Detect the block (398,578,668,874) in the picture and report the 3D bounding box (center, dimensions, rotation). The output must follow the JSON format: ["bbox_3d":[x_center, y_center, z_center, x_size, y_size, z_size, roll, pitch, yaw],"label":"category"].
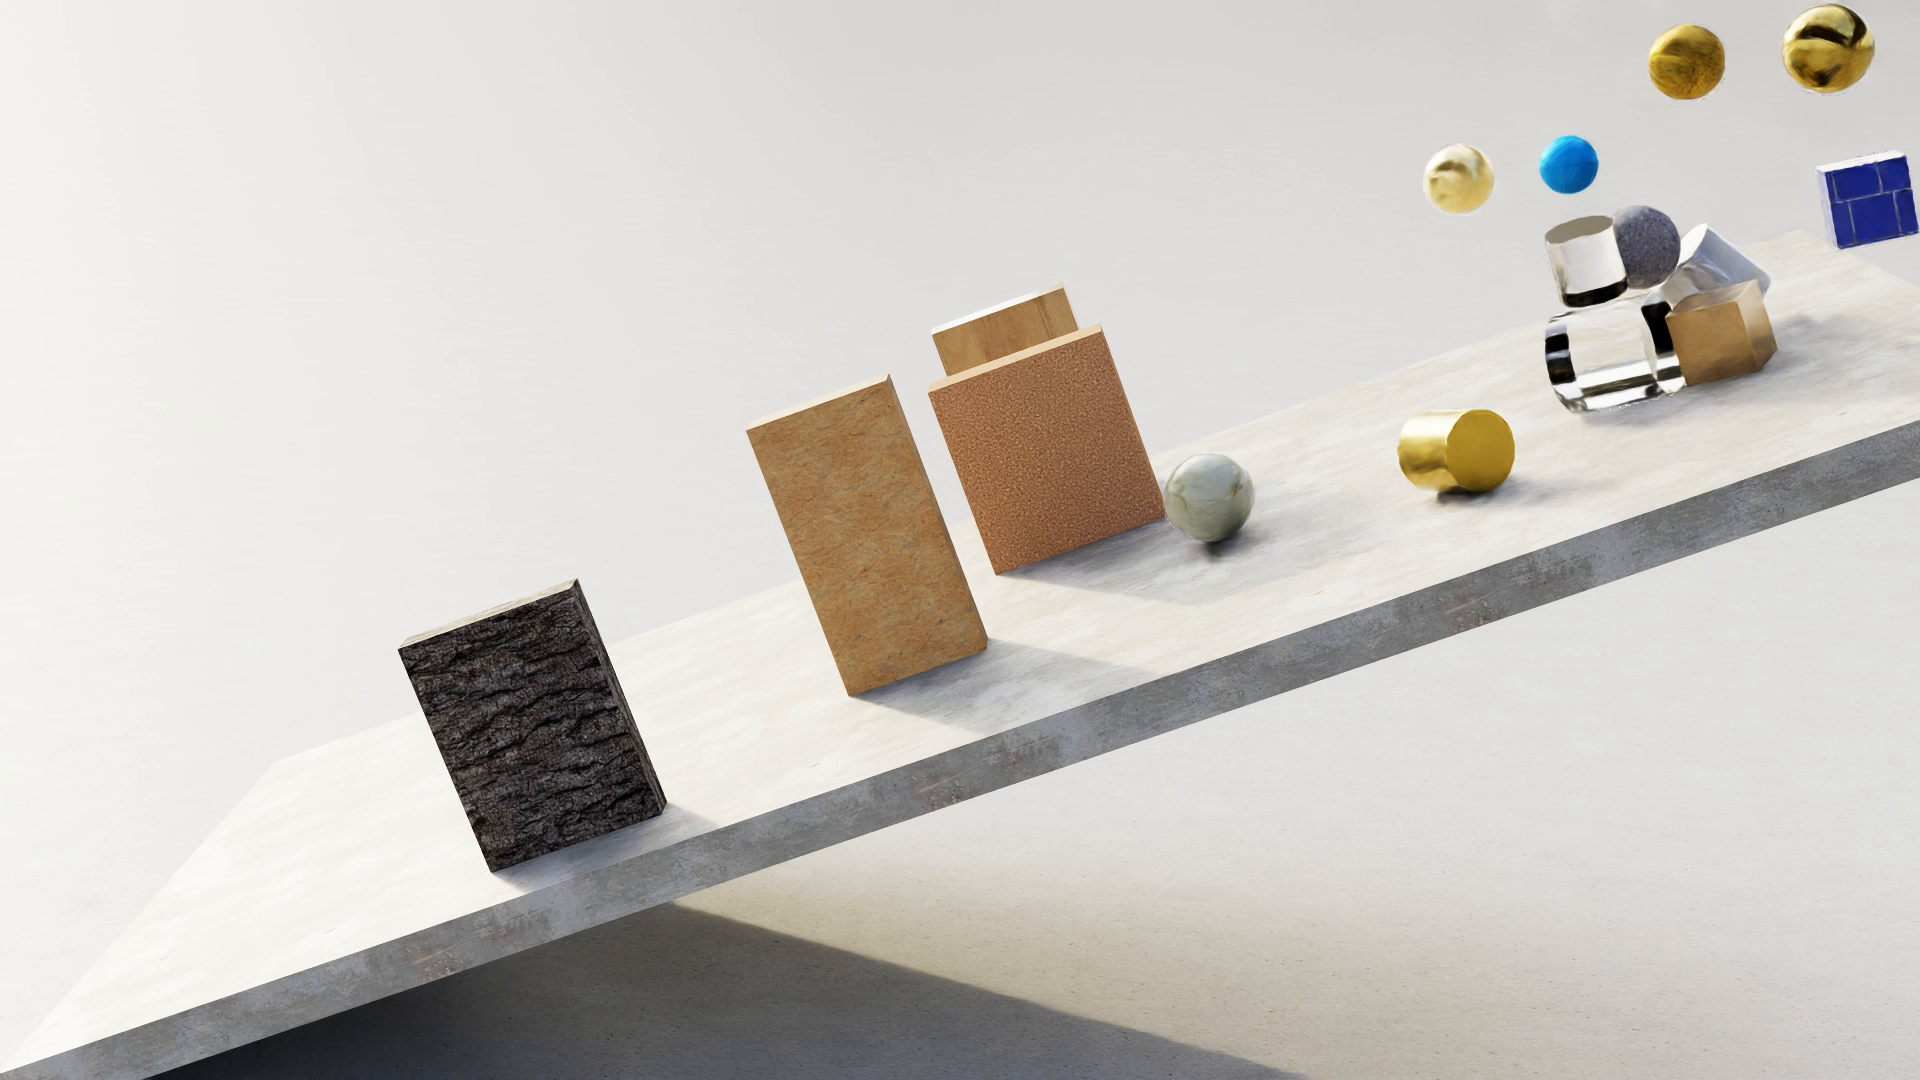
[{"bbox_3d":[-0.815,0.356,5.627,0.354,0.472,0.086,-19,11,6],"label":"block"}]

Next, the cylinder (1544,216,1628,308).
[{"bbox_3d":[1.291,-0.574,6.062,0.143,0.143,0.143,-17,21,7],"label":"cylinder"}]

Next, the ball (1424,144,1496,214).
[{"bbox_3d":[1.078,-0.778,6.346,0.151,0.151,0.151,0,13,0],"label":"ball"}]

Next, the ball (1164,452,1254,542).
[{"bbox_3d":[0.519,-0.091,6.112,0.187,0.187,0.187,0,13,0],"label":"ball"}]

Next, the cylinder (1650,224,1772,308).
[{"bbox_3d":[1.588,-0.545,6.219,0.177,0.177,0.177,37,12,-5],"label":"cylinder"}]

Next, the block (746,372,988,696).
[{"bbox_3d":[-0.185,-0.010,5.949,0.299,0.585,0.098,-19,11,6],"label":"block"}]

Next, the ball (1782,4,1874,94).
[{"bbox_3d":[1.735,-0.983,5.882,0.179,0.179,0.179,0,13,0],"label":"ball"}]

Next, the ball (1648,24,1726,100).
[{"bbox_3d":[1.568,-1.031,6.349,0.163,0.163,0.163,0,13,0],"label":"ball"}]

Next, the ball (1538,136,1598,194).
[{"bbox_3d":[1.255,-0.774,6.064,0.120,0.120,0.120,0,13,0],"label":"ball"}]

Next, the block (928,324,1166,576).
[{"bbox_3d":[0.196,-0.202,6.560,0.405,0.439,0.126,-19,11,6],"label":"block"}]

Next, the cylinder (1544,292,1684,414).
[{"bbox_3d":[1.332,-0.379,5.979,0.210,0.210,0.210,-12,3,36],"label":"cylinder"}]

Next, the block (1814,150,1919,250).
[{"bbox_3d":[1.750,-0.657,5.678,0.151,0.151,0.151,-11,9,11],"label":"block"}]

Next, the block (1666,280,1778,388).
[{"bbox_3d":[1.539,-0.417,5.944,0.152,0.152,0.152,-13,14,34],"label":"block"}]

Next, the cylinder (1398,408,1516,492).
[{"bbox_3d":[0.973,-0.175,5.766,0.163,0.163,0.163,-6,4,-25],"label":"cylinder"}]

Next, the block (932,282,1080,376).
[{"bbox_3d":[0.175,-0.318,6.985,0.329,0.500,0.108,-19,11,6],"label":"block"}]

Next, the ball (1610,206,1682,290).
[{"bbox_3d":[1.423,-0.613,6.169,0.177,0.177,0.177,0,13,0],"label":"ball"}]

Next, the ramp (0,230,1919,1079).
[{"bbox_3d":[0.114,0.177,6.298,4.000,0.100,2.000,-19,11,6],"label":"ramp"}]
